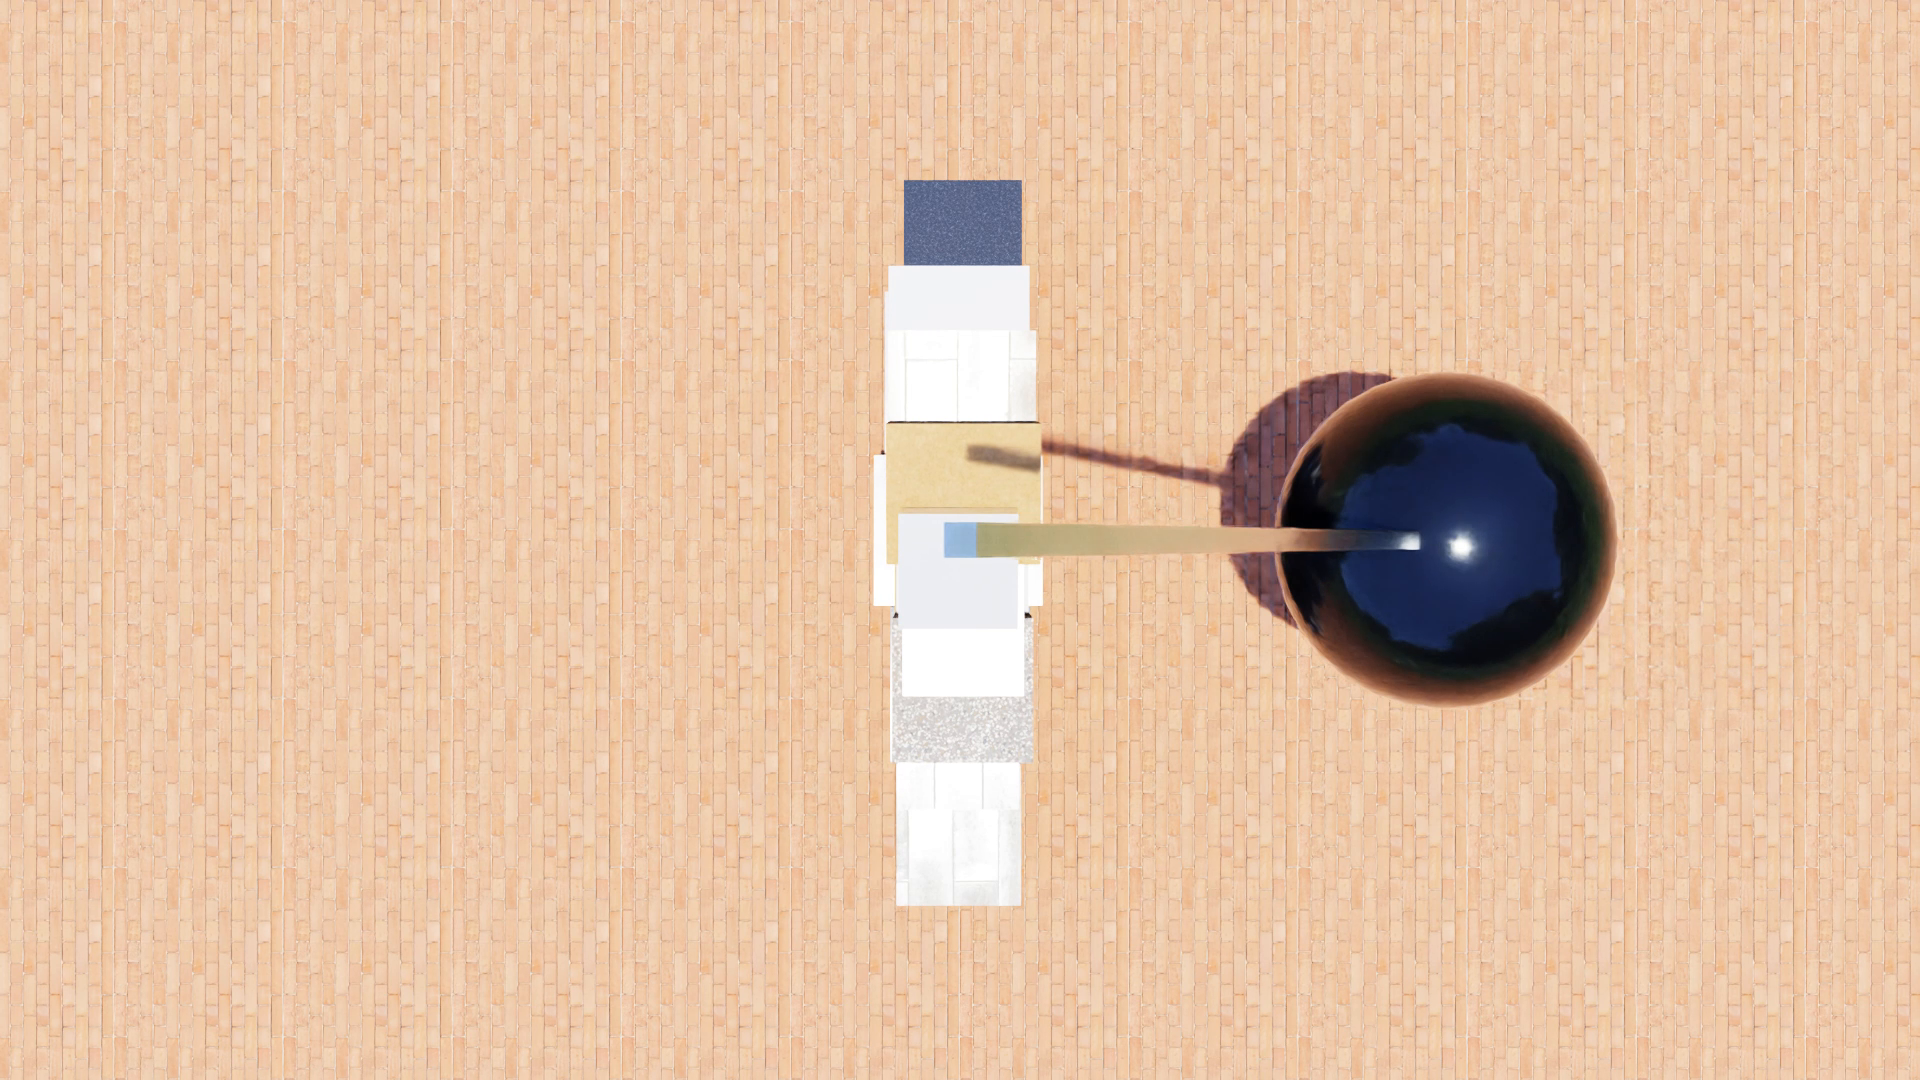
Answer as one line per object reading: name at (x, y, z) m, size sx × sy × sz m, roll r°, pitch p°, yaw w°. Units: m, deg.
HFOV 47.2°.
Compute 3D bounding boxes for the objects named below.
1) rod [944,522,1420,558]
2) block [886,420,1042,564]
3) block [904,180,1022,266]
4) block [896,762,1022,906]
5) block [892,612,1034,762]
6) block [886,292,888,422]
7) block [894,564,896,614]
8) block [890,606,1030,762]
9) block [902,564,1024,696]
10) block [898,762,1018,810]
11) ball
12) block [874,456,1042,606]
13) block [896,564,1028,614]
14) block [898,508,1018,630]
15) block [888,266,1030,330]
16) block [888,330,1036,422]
rod at (0.994, 0.000, 7.305) m, size 0.080 × 5.200 × 0.080 m, roll 0°, pitch 90°, yaw 22°
block at (0.016, -0.230, 10.300) m, size 0.705 × 0.605 × 0.643 m, roll 0°, pitch 94°, yaw 0°
block at (0.016, -1.701, 12.671) m, size 0.664 × 0.658 × 0.639 m, roll 0°, pitch 90°, yaw 0°
block at (-0.006, 1.631, 12.578) m, size 0.686 × 0.844 × 0.779 m, roll 0°, pitch 90°, yaw 0°
block at (0.012, 0.723, 11.033) m, size 0.682 × 0.816 × 0.700 m, roll 0°, pitch 91°, yaw 0°
block at (-0.020, -0.926, 12.572) m, size 0.788 × 0.856 × 0.890 m, roll 0°, pitch 90°, yaw 0°
block at (0.002, 0.387, 11.822) m, size 0.684 × 0.770 × 0.656 m, roll 0°, pitch 91°, yaw 0°
block at (0.003, 0.803, 12.609) m, size 0.777 × 0.781 × 0.858 m, roll 0°, pitch 90°, yaw 0°
block at (0.015, 0.409, 10.332) m, size 0.552 × 0.580 × 0.601 m, roll 0°, pitch 91°, yaw 0°
block at (-0.007, 1.062, 11.801) m, size 0.627 × 0.710 × 0.684 m, roll 0°, pitch 90°, yaw 0°
ball at (2.295, 0.000, 10.446) m, size 1.600 × 1.600 × 1.600 m, roll 0°, pitch 90°, yaw 0°
block at (-0.010, -0.054, 12.603) m, size 0.934 × 0.793 × 0.835 m, roll 0°, pitch 90°, yaw 0°
block at (0.012, 0.061, 11.174) m, size 0.656 × 0.517 × 0.601 m, roll 0°, pitch 91°, yaw 0°
block at (-0.007, 0.121, 9.789) m, size 0.520 × 0.467 × 0.503 m, roll 0°, pitch 94°, yaw 0°
block at (-0.005, -1.007, 11.703) m, size 0.720 × 0.882 × 0.793 m, roll 0°, pitch 90°, yaw 0°
block at (0.009, -0.634, 10.916) m, size 0.709 × 0.686 × 0.793 m, roll 0°, pitch 94°, yaw 0°
